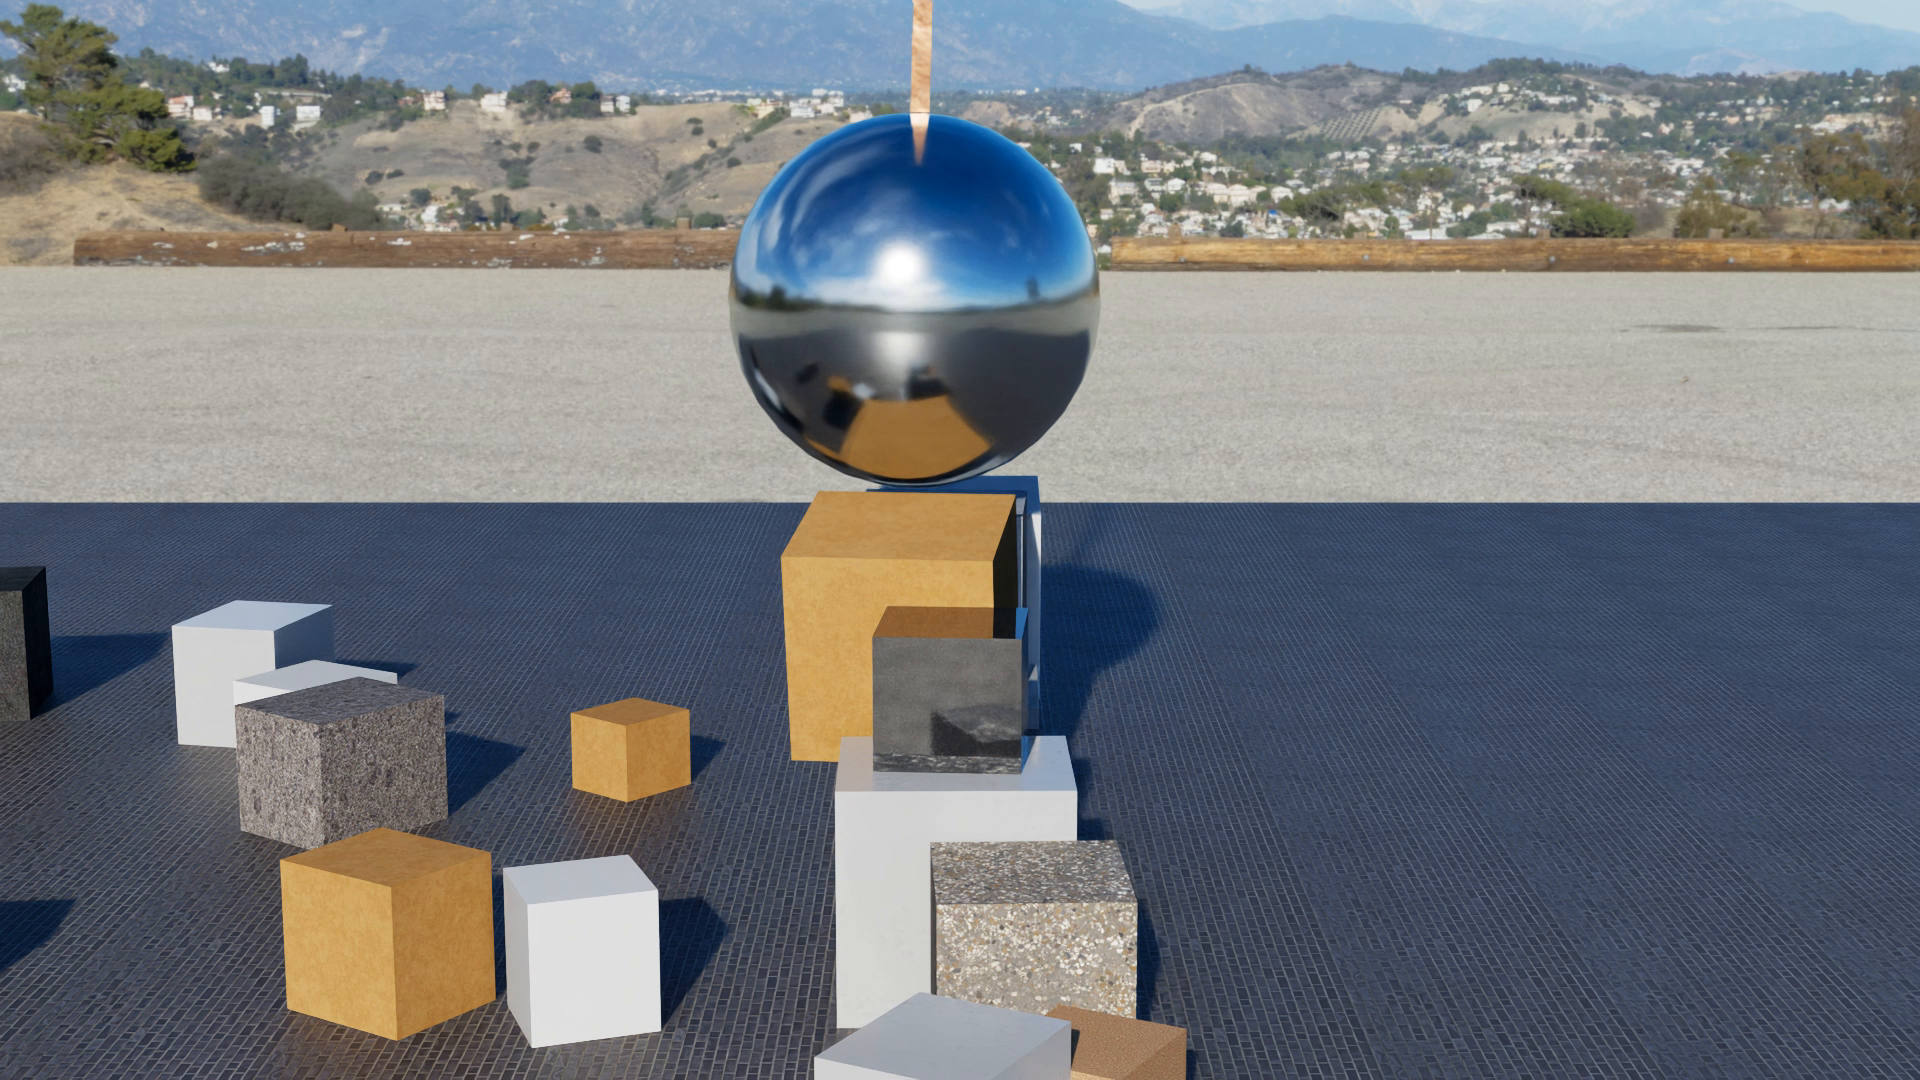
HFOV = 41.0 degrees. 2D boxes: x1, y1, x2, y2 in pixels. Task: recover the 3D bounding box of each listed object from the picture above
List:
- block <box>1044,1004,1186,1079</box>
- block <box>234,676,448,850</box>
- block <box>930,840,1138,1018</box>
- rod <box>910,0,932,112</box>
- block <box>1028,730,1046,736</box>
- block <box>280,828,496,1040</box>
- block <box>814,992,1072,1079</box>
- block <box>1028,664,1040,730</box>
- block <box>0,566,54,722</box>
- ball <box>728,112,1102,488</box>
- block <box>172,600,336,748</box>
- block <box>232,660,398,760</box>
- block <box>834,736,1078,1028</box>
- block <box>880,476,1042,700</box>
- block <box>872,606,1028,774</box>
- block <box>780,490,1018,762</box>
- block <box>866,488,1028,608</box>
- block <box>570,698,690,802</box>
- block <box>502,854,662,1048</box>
[{"bbox_3d":[0.411,1.826,8.233,0.459,0.460,0.498,6,12,28],"label":"block"},{"bbox_3d":[-2.913,1.048,12.107,0.614,0.606,0.734,8,13,37],"label":"block"},{"bbox_3d":[0.248,1.527,9.147,0.685,0.722,0.720,0,10,-2],"label":"block"},{"bbox_3d":[-0.085,-4.366,10.386,0.080,5.200,0.080,2,10,0],"label":"rod"},{"bbox_3d":[-0.021,1.241,10.643,0.780,0.750,0.731,0,10,-1],"label":"block"},{"bbox_3d":[-2.171,1.485,9.754,0.590,0.589,0.513,7,12,33],"label":"block"},{"bbox_3d":[-0.045,1.818,7.832,0.539,0.621,0.632,6,12,28],"label":"block"},{"bbox_3d":[-0.053,1.054,11.417,0.794,0.842,0.832,0,10,1],"label":"block"},{"bbox_3d":[-5.532,0.581,14.341,0.723,0.726,0.730,-2,10,-10],"label":"block"},{"bbox_3d":[-0.195,-1.023,10.994,1.600,1.600,1.600,0,10,0],"label":"ball"},{"bbox_3d":[-3.787,0.719,13.817,0.582,0.642,0.680,2,11,13],"label":"block"},{"bbox_3d":[-3.298,0.928,13.166,0.590,0.463,0.562,6,12,31],"label":"block"},{"bbox_3d":[-0.020,1.298,9.877,0.888,0.911,0.796,0,10,-1],"label":"block"},{"bbox_3d":[-0.003,0.217,12.253,0.756,0.896,0.749,0,15,0],"label":"block"},{"bbox_3d":[-0.029,0.570,9.880,0.558,0.521,0.566,1,10,4],"label":"block"},{"bbox_3d":[-0.225,0.353,10.617,0.843,0.885,0.804,1,20,8],"label":"block"},{"bbox_3d":[-0.079,0.219,11.457,0.735,0.787,0.712,1,10,3],"label":"block"},{"bbox_3d":[-1.638,1.039,12.777,0.398,0.384,0.428,9,13,39],"label":"block"},{"bbox_3d":[-1.419,1.532,9.614,0.483,0.546,0.466,-4,11,-20],"label":"block"}]
